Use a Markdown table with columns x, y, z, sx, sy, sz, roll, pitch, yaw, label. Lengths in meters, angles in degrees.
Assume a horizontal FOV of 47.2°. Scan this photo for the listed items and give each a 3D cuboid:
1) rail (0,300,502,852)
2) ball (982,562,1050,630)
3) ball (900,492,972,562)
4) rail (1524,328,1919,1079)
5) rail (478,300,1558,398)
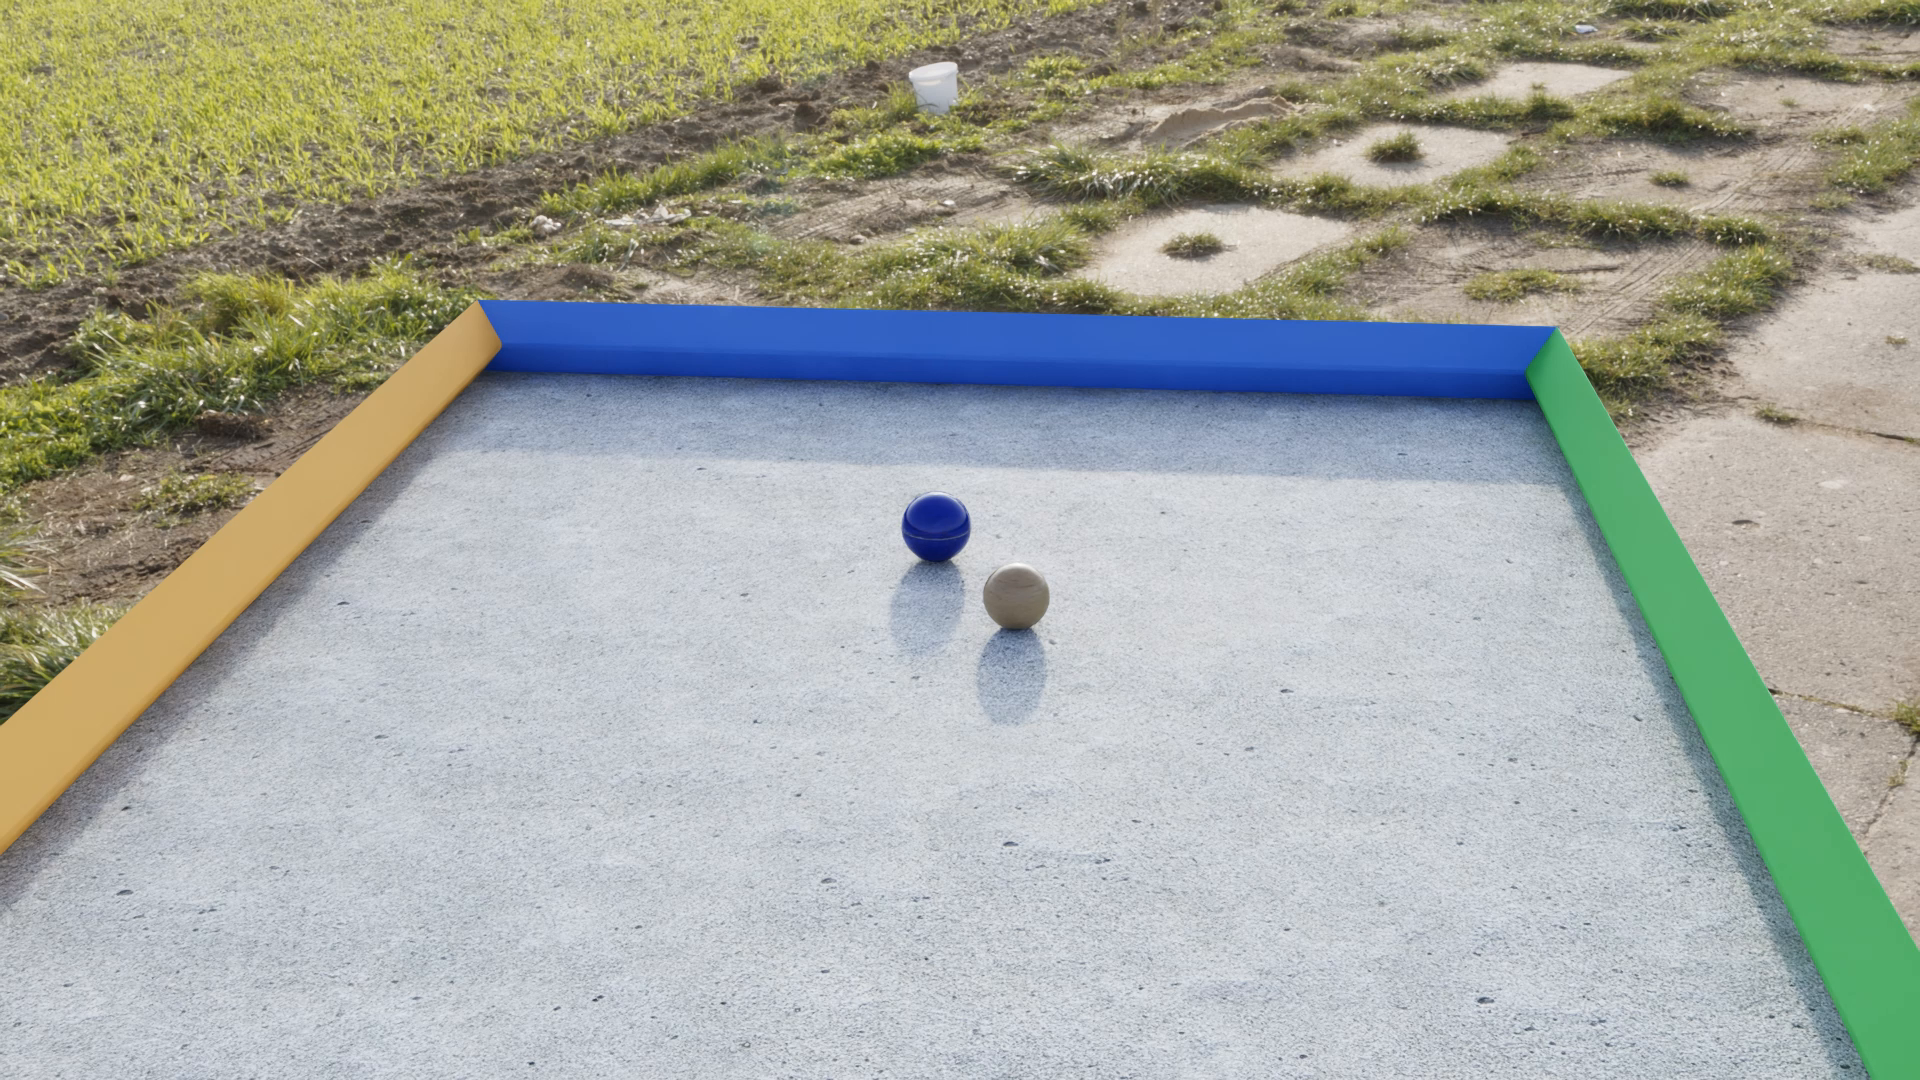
| x | y | z | sx | sy | sz | roll | pitch | yaw | label |
| --- | --- | --- | --- | --- | --- | --- | --- | --- | --- |
| -0.763 | 0.208 | 1.788 | 0.045 | 0.100 | 2.680 | 2 | 22 | 5 | rail |
| 0.057 | 0.057 | 2.216 | 0.068 | 0.068 | 0.068 | 0 | 22 | 0 | ball |
| -0.026 | -0.015 | 2.385 | 0.077 | 0.077 | 0.077 | 0 | 22 | 0 | ball |
| 0.640 | 0.255 | 1.668 | 0.045 | 0.100 | 2.680 | 2 | 22 | 5 | rail |
| 0.059 | -0.250 | 2.947 | 1.456 | 0.100 | 0.045 | 2 | 22 | 5 | rail |
